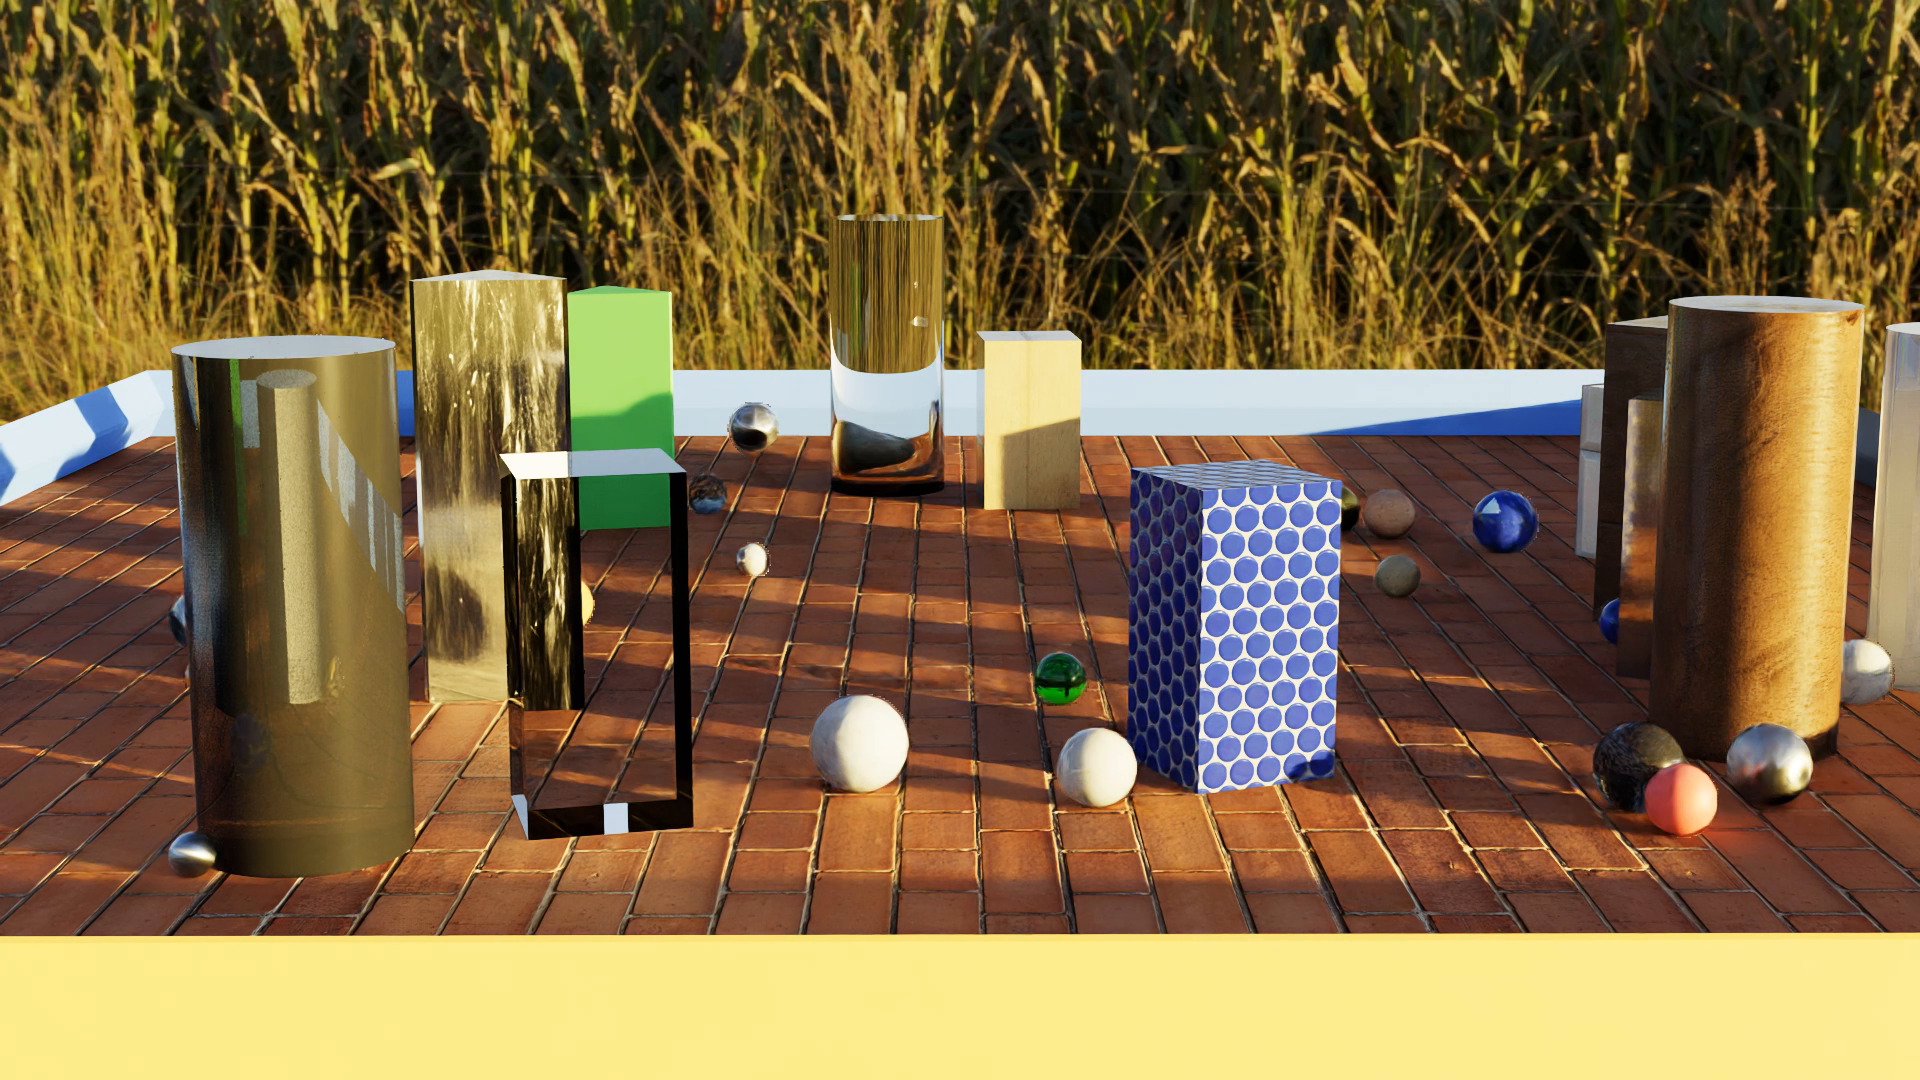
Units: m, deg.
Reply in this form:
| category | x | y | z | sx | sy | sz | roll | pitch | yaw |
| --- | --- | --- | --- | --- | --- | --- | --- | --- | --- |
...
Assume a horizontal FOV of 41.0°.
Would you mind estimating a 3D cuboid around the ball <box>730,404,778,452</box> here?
| category | x | y | z | sx | sy | sz | roll | pitch | yaw |
| --- | --- | --- | --- | --- | --- | --- | --- | --- | --- |
| ball | -0.392 | -0.214 | 4.891 | 0.093 | 0.093 | 0.093 | 0 | 10 | 0 |

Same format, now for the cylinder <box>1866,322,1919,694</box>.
| category | x | y | z | sx | sy | sz | roll | pitch | yaw |
| --- | --- | --- | --- | --- | --- | --- | --- | --- | --- |
| cylinder | 1.193 | -0.040 | 3.050 | 0.199 | 0.420 | 0.199 | 0 | 10 | 0 |

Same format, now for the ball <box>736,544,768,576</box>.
| category | x | y | z | sx | sy | sz | roll | pitch | yaw |
| --- | --- | --- | --- | --- | --- | --- | --- | --- | --- |
| ball | -0.300 | 0.029 | 3.707 | 0.046 | 0.046 | 0.046 | 0 | 10 | 0 |

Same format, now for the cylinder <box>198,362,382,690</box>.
| category | x | y | z | sx | sy | sz | roll | pitch | yaw |
| --- | --- | --- | --- | --- | --- | --- | --- | --- | --- |
| cylinder | -0.805 | -0.020 | 3.091 | 0.199 | 0.366 | 0.199 | 0 | 10 | 0 |

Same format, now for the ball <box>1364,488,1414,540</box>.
| category | x | y | z | sx | sy | sz | roll | pitch | yaw |
| --- | --- | --- | --- | --- | --- | --- | --- | --- | --- |
| ball | 0.667 | -0.040 | 3.990 | 0.079 | 0.079 | 0.079 | 0 | 10 | 0 |

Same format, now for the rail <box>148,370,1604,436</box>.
| category | x | y | z | sx | sy | sz | roll | pitch | yaw |
| --- | --- | --- | --- | --- | --- | --- | --- | --- | --- |
| rail | -0.010 | -0.269 | 5.081 | 3.208 | 0.129 | 0.045 | 0 | 10 | 0 |

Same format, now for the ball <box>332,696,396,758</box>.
| category | x | y | z | sx | sy | sz | roll | pitch | yaw |
| --- | --- | --- | --- | --- | --- | --- | --- | --- | --- |
| ball | -0.633 | 0.199 | 2.728 | 0.067 | 0.067 | 0.067 | 0 | 10 | 0 |

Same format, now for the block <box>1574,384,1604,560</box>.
| category | x | y | z | sx | sy | sz | roll | pitch | yaw |
| --- | --- | --- | --- | --- | --- | --- | --- | --- | --- |
| block | 1.036 | -0.100 | 3.820 | 0.159 | 0.258 | 0.159 | -6 | 12 | -31 |

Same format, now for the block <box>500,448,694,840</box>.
| category | x | y | z | sx | sy | sz | roll | pitch | yaw |
| --- | --- | --- | --- | --- | --- | --- | --- | --- | --- |
| block | -0.356 | 0.097 | 2.507 | 0.159 | 0.349 | 0.159 | -3 | 11 | -15 |

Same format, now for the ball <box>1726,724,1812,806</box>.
| category | x | y | z | sx | sy | sz | roll | pitch | yaw |
| --- | --- | --- | --- | --- | --- | --- | --- | --- | --- |
| ball | 0.806 | 0.224 | 2.555 | 0.082 | 0.082 | 0.082 | 0 | 10 | 0 |

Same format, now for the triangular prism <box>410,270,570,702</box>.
| category | x | y | z | sx | sy | sz | roll | pitch | yaw |
| --- | --- | --- | --- | --- | --- | --- | --- | --- | --- |
| triangular prism | -0.545 | -0.067 | 3.013 | 0.172 | 0.488 | 0.149 | -2 | 11 | -9 |

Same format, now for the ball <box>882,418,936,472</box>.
| category | x | y | z | sx | sy | sz | roll | pitch | yaw |
| --- | --- | --- | --- | --- | --- | --- | --- | --- | --- |
| ball | -0.092 | -0.173 | 4.655 | 0.098 | 0.098 | 0.098 | 0 | 10 | 0 |

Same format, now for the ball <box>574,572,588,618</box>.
| category | x | y | z | sx | sy | sz | roll | pitch | yaw |
| --- | --- | --- | --- | --- | --- | --- | --- | --- | --- |
| ball | -0.531 | 0.073 | 3.384 | 0.077 | 0.077 | 0.077 | 0 | 10 | 0 |

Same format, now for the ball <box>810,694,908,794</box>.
| category | x | y | z | sx | sy | sz | roll | pitch | yaw |
| --- | --- | --- | --- | --- | --- | --- | --- | --- | --- |
| ball | -0.102 | 0.207 | 2.599 | 0.099 | 0.099 | 0.099 | 0 | 10 | 0 |

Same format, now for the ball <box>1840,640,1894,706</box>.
| category | x | y | z | sx | sy | sz | roll | pitch | yaw |
| --- | --- | --- | --- | --- | --- | --- | --- | --- | --- |
| ball | 1.034 | 0.153 | 2.955 | 0.076 | 0.076 | 0.076 | 0 | 10 | 0 |

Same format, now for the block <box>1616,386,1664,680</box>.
| category | x | y | z | sx | sy | sz | roll | pitch | yaw |
| --- | --- | --- | --- | --- | --- | --- | --- | --- | --- |
| block | 0.900 | -0.007 | 3.100 | 0.159 | 0.337 | 0.159 | 6 | 12 | 28 |

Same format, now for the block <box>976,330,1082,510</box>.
| category | x | y | z | sx | sy | sz | roll | pitch | yaw |
| --- | --- | --- | --- | --- | --- | --- | --- | --- | --- |
| block | 0.114 | -0.204 | 4.322 | 0.159 | 0.280 | 0.159 | -1 | 11 | -4 |

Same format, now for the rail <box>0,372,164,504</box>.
| category | x | y | z | sx | sy | sz | roll | pitch | yaw |
| --- | --- | --- | --- | --- | --- | --- | --- | --- | --- |
| rail | -1.580 | 0.035 | 3.440 | 0.045 | 0.129 | 3.368 | 0 | 10 | 0 |

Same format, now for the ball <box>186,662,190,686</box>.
| category | x | y | z | sx | sy | sz | roll | pitch | yaw |
| --- | --- | --- | --- | --- | --- | --- | --- | --- | --- |
| ball | -0.880 | 0.157 | 3.001 | 0.050 | 0.050 | 0.050 | 0 | 10 | 0 |

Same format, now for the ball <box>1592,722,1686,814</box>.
| category | x | y | z | sx | sy | sz | roll | pitch | yaw |
| --- | --- | --- | --- | --- | --- | --- | --- | --- | --- |
| ball | 0.669 | 0.224 | 2.530 | 0.090 | 0.090 | 0.090 | 0 | 10 | 0 |

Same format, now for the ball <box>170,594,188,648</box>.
| category | x | y | z | sx | sy | sz | roll | pitch | yaw |
| --- | --- | --- | --- | --- | --- | --- | --- | --- | --- |
| ball | -0.955 | 0.101 | 3.230 | 0.077 | 0.077 | 0.077 | 0 | 10 | 0 |

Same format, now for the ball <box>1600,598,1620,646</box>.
| category | x | y | z | sx | sy | sz | roll | pitch | yaw |
| --- | --- | --- | --- | --- | --- | --- | --- | --- | --- |
| ball | 0.843 | 0.104 | 3.257 | 0.062 | 0.062 | 0.062 | 0 | 10 | 0 |

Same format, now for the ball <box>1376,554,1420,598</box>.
| category | x | y | z | sx | sy | sz | roll | pitch | yaw |
| --- | --- | --- | --- | --- | --- | --- | --- | --- | --- |
| ball | 0.606 | 0.050 | 3.549 | 0.061 | 0.061 | 0.061 | 0 | 10 | 0 |

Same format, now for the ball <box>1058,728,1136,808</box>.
| category | x | y | z | sx | sy | sz | roll | pitch | yaw |
| --- | --- | --- | --- | --- | --- | --- | --- | --- | --- |
| ball | 0.136 | 0.226 | 2.550 | 0.079 | 0.079 | 0.079 | 0 | 10 | 0 |

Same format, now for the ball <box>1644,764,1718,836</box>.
| category | x | y | z | sx | sy | sz | roll | pitch | yaw |
| --- | --- | --- | --- | --- | --- | --- | --- | --- | --- |
| ball | 0.690 | 0.249 | 2.457 | 0.068 | 0.068 | 0.068 | 0 | 10 | 0 |

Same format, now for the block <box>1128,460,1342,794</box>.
| category | x | y | z | sx | sy | sz | roll | pitch | yaw |
| --- | --- | --- | --- | --- | --- | --- | --- | --- | --- |
| block | 0.283 | 0.086 | 2.671 | 0.159 | 0.311 | 0.159 | -4 | 11 | -23 |

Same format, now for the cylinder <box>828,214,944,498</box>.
| category | x | y | z | sx | sy | sz | roll | pitch | yaw |
| --- | --- | --- | --- | --- | --- | --- | --- | --- | --- |
| cylinder | -0.126 | -0.322 | 4.441 | 0.199 | 0.469 | 0.199 | 0 | 10 | 0 |

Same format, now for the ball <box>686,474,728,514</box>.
| category | x | y | z | sx | sy | sz | roll | pitch | yaw |
| --- | --- | --- | --- | --- | --- | --- | --- | --- | --- |
| ball | -0.416 | -0.075 | 4.212 | 0.067 | 0.067 | 0.067 | 0 | 10 | 0 |

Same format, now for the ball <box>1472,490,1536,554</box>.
| category | x | y | z | sx | sy | sz | roll | pitch | yaw |
| --- | --- | --- | --- | --- | --- | --- | --- | --- | --- |
| ball | 0.821 | -0.027 | 3.871 | 0.096 | 0.096 | 0.096 | 0 | 10 | 0 |

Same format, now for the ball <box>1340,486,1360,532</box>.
| category | x | y | z | sx | sy | sz | roll | pitch | yaw |
| --- | --- | --- | --- | --- | --- | --- | --- | --- | --- |
| ball | 0.592 | -0.048 | 4.042 | 0.076 | 0.076 | 0.076 | 0 | 10 | 0 |

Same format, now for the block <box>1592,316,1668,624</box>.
| category | x | y | z | sx | sy | sz | roll | pitch | yaw |
| --- | --- | --- | --- | --- | --- | --- | --- | --- | --- |
| block | 0.952 | -0.086 | 3.366 | 0.159 | 0.396 | 0.159 | 10 | 15 | 44 |

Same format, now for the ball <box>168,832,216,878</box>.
| category | x | y | z | sx | sy | sz | roll | pitch | yaw |
| --- | --- | --- | --- | --- | --- | --- | --- | --- | --- |
| ball | -0.697 | 0.286 | 2.331 | 0.041 | 0.041 | 0.041 | 0 | 10 | 0 |

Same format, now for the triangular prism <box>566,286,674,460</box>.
| category | x | y | z | sx | sy | sz | roll | pitch | yaw |
| --- | --- | --- | --- | --- | --- | --- | --- | --- | --- |
| triangular prism | -0.565 | -0.224 | 4.189 | 0.172 | 0.369 | 0.149 | -3 | 11 | -14 |

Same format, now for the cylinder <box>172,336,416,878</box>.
| category | x | y | z | sx | sy | sz | roll | pitch | yaw |
| --- | --- | --- | --- | --- | --- | --- | --- | --- | --- |
| cylinder | -0.616 | 0.056 | 2.383 | 0.199 | 0.473 | 0.199 | 0 | 10 | 0 |

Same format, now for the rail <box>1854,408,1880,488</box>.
| category | x | y | z | sx | sy | sz | roll | pitch | yaw |
| --- | --- | --- | --- | --- | --- | --- | --- | --- | --- |
| rail | 1.580 | 0.032 | 3.458 | 0.045 | 0.129 | 3.368 | 0 | 10 | 0 |

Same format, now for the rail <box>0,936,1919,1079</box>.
| category | x | y | z | sx | sy | sz | roll | pitch | yaw |
| --- | --- | --- | --- | --- | --- | --- | --- | --- | --- |
| rail | 0.010 | 0.335 | 1.816 | 3.208 | 0.129 | 0.045 | 0 | 10 | 0 |

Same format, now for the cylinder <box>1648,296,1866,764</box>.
| category | x | y | z | sx | sy | sz | roll | pitch | yaw |
| --- | --- | --- | --- | --- | --- | --- | --- | --- | --- |
| cylinder | 0.852 | -0.015 | 2.756 | 0.199 | 0.478 | 0.199 | 0 | 10 | 0 |

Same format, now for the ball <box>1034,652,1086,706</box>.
| category | x | y | z | sx | sy | sz | roll | pitch | yaw |
| --- | --- | --- | --- | --- | --- | --- | --- | --- | --- |
| ball | 0.115 | 0.160 | 2.957 | 0.061 | 0.061 | 0.061 | 0 | 10 | 0 |
